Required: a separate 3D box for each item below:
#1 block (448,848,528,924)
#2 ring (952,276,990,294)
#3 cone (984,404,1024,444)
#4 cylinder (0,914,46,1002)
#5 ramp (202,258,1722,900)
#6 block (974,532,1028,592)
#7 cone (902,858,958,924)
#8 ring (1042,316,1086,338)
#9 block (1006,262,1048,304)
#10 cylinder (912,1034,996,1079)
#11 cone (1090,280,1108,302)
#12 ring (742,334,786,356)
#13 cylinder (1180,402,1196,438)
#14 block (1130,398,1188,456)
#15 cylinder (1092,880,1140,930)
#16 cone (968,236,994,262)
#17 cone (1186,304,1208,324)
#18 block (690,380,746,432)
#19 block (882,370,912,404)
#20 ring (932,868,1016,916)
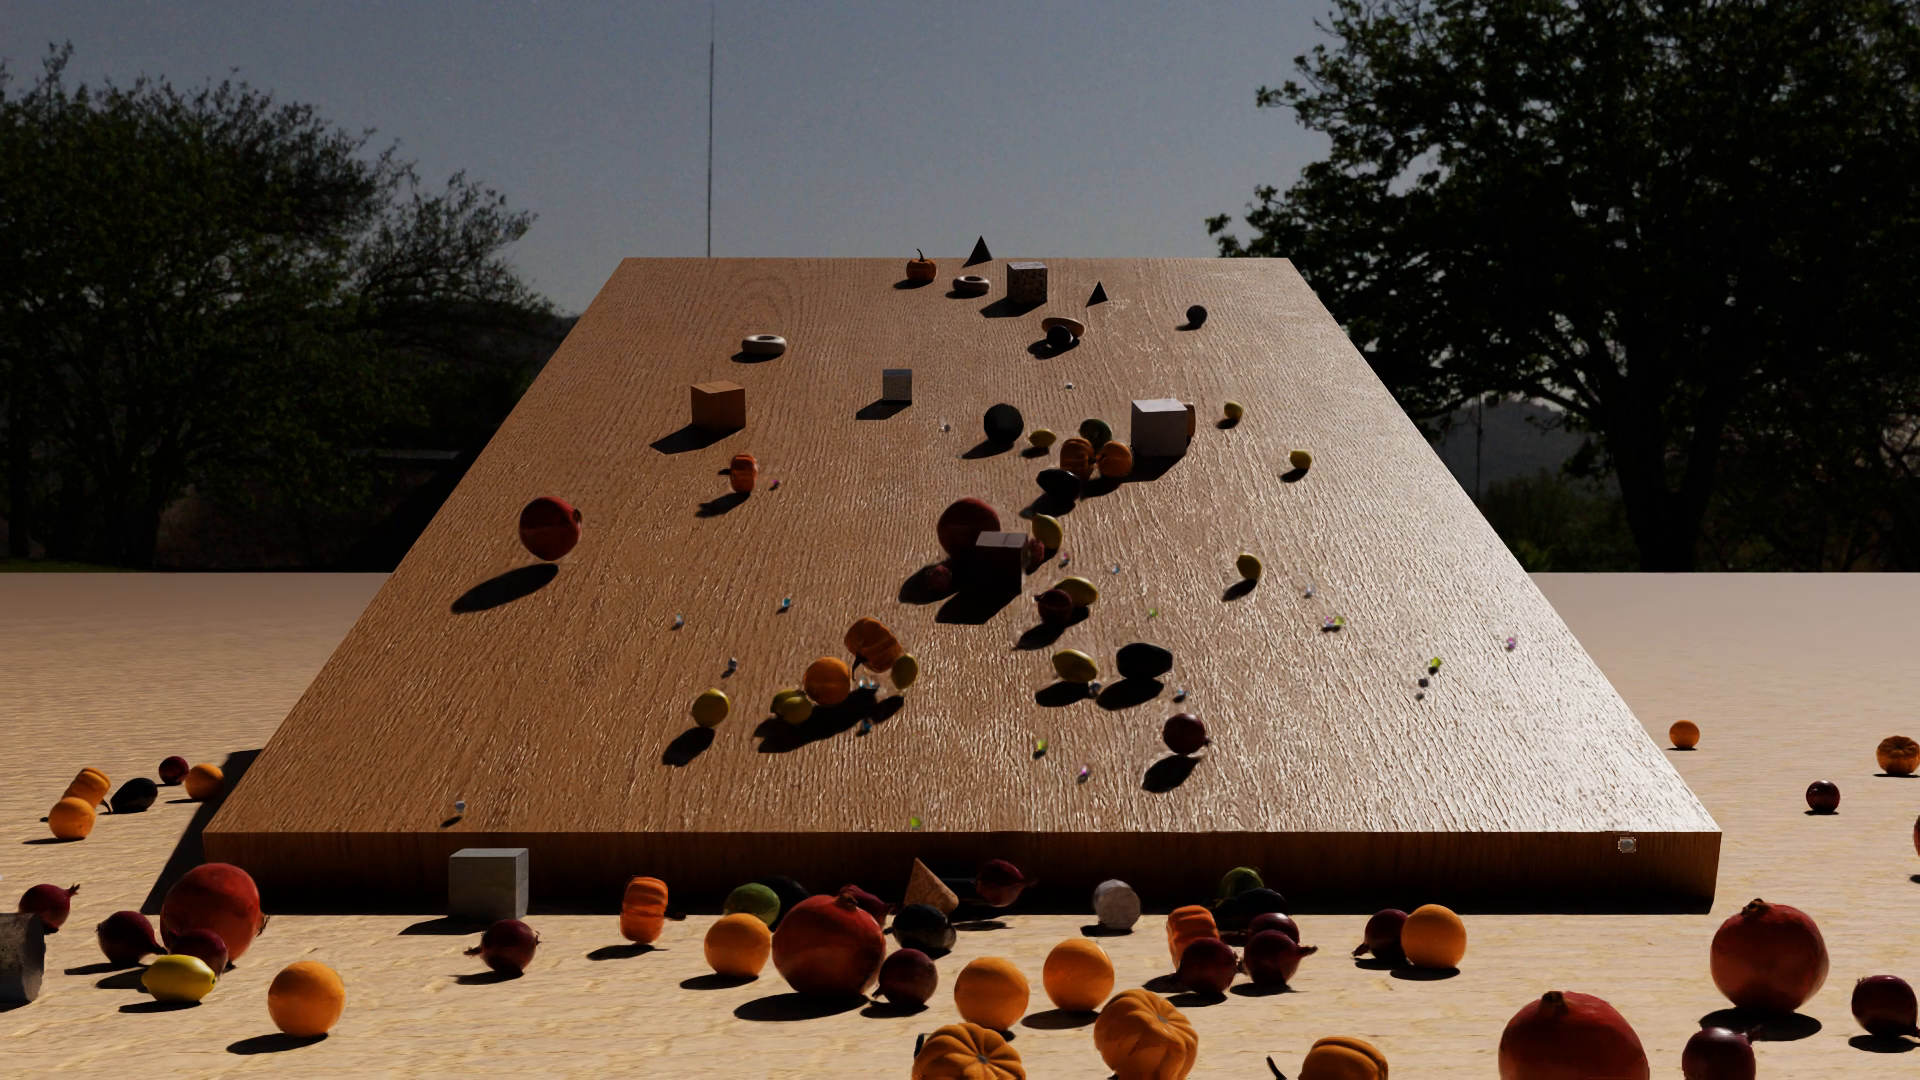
[{"bbox_3d":[-0.593,0.436,2.818,0.083,0.083,0.083,0,-1,0],"label":"block"},{"bbox_3d":[0.032,-0.715,6.269,0.107,0.036,0.107,3,20,-1],"label":"ring"},{"bbox_3d":[0.086,-0.241,4.802,0.087,0.087,0.087,0,-9,-8],"label":"cone"},{"bbox_3d":[-0.990,0.426,2.277,0.090,0.090,0.090,0,-1,-8],"label":"cylinder"},{"bbox_3d":[-0.003,-0.186,4.860,2.000,0.100,4.000,0,18,0],"label":"ramp"},{"bbox_3d":[0.071,0.038,3.878,0.081,0.081,0.081,3,18,8],"label":"block"},{"bbox_3d":[-0.046,0.427,2.789,0.074,0.074,0.074,-12,23,5],"label":"cone"},{"bbox_3d":[0.263,-0.540,5.684,0.114,0.038,0.114,9,-4,1],"label":"ring"},{"bbox_3d":[0.184,-0.710,6.158,0.094,0.094,0.094,-3,18,-10],"label":"block"},{"bbox_3d":[-0.004,0.436,1.834,0.059,0.059,0.059,0,-1,9],"label":"cylinder"},{"bbox_3d":[0.383,-0.689,6.159,0.054,0.054,0.054,0,18,0],"label":"cone"},{"bbox_3d":[-0.486,-0.484,5.553,0.113,0.038,0.113,0,17,0],"label":"ring"},{"bbox_3d":[0.457,-0.257,4.790,0.077,0.077,0.077,-3,0,-9],"label":"cylinder"},{"bbox_3d":[0.418,-0.236,4.697,0.096,0.096,0.096,-3,18,-9],"label":"block"},{"bbox_3d":[0.193,0.449,2.756,0.054,0.054,0.054,0,-1,-2],"label":"cylinder"},{"bbox_3d":[0.063,-0.879,6.713,0.074,0.074,0.074,0,18,0],"label":"cone"},{"bbox_3d":[0.622,-0.586,5.893,0.055,0.055,0.055,0,-9,0],"label":"cone"},{"bbox_3d":[-0.527,-0.292,4.881,0.087,0.087,0.087,-12,21,-32],"label":"block"},{"bbox_3d":[-0.143,-0.348,5.089,0.066,0.066,0.066,0,18,-2],"label":"block"},{"bbox_3d":[0.002,0.455,2.893,0.143,0.048,0.143,-1,-1,0],"label":"ring"}]
